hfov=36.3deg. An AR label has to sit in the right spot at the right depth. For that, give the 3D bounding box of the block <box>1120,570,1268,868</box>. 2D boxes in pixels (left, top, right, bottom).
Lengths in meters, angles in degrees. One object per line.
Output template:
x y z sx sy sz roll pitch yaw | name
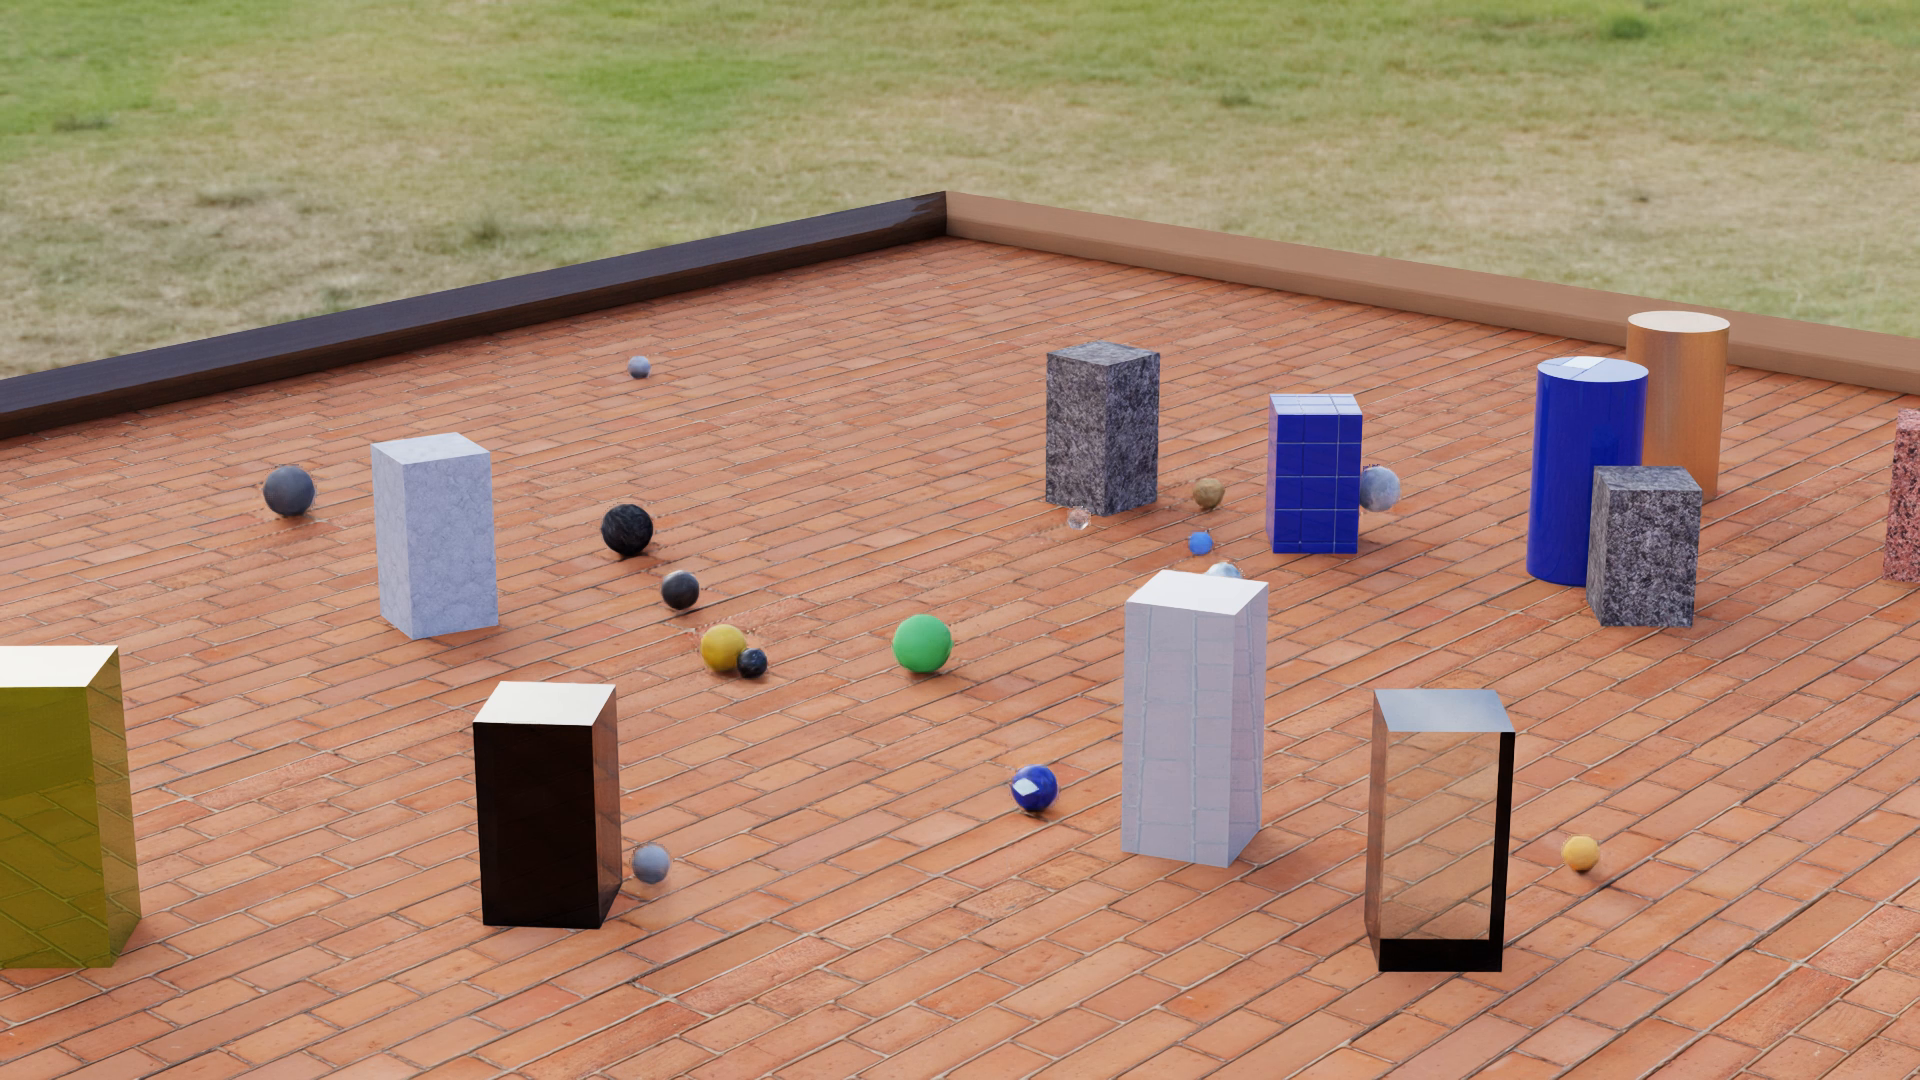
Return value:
0.321 0.243 4.014 0.153 0.361 0.153 7 18 22 | block

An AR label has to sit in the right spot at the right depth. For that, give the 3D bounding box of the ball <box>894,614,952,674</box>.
-0.060 0.167 4.724 0.095 0.095 0.095 0 17 0 | ball

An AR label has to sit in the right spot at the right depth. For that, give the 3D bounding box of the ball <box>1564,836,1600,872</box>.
0.839 0.423 3.958 0.048 0.048 0.048 0 17 0 | ball

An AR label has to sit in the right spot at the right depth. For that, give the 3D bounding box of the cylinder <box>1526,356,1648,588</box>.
1.111 -0.122 5.200 0.191 0.373 0.191 0 17 0 | cylinder

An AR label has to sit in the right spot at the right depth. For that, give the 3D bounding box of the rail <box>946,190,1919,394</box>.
1.608 -0.504 6.893 4.408 0.124 0.045 14 22 39 | rail

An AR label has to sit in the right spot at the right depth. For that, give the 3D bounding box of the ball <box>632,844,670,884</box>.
-0.413 0.433 3.918 0.052 0.052 0.052 0 17 0 | ball

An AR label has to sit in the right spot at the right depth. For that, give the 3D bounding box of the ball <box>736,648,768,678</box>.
-0.333 0.198 4.701 0.050 0.050 0.050 0 17 0 | ball

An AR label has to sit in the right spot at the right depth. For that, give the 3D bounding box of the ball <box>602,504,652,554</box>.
-0.607 -0.019 5.346 0.093 0.093 0.093 0 17 0 | ball

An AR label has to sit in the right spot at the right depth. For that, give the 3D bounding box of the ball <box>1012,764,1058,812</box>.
0.106 0.351 4.163 0.067 0.067 0.067 0 17 0 | ball

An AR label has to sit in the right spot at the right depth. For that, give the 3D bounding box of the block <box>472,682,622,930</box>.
-0.534 0.344 3.818 0.153 0.280 0.153 1 17 5 | block

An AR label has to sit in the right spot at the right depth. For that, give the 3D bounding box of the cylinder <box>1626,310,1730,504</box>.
1.386 -0.257 5.702 0.191 0.343 0.191 0 17 0 | cylinder

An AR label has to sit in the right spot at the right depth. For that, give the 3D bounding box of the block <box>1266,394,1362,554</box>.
0.650 -0.123 5.396 0.153 0.262 0.153 0 17 0 | block

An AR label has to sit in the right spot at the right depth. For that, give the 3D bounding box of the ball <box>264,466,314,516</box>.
-1.278 -0.093 5.585 0.096 0.096 0.096 0 17 0 | ball

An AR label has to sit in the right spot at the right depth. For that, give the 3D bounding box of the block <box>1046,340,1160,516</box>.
0.274 -0.216 5.647 0.153 0.296 0.153 16 23 43 | block

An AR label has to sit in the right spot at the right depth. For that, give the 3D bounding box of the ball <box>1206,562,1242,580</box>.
0.456 0.073 5.081 0.068 0.068 0.068 0 17 0 | ball

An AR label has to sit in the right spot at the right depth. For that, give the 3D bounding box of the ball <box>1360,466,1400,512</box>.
0.769 -0.093 5.405 0.086 0.086 0.086 0 17 0 | ball

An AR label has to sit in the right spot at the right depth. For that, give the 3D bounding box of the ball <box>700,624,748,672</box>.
-0.382 0.174 4.734 0.076 0.076 0.076 0 17 0 | ball

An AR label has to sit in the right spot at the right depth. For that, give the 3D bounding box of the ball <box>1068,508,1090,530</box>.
0.222 -0.039 5.501 0.040 0.040 0.040 0 17 0 | ball

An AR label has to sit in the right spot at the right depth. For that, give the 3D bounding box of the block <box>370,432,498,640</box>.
-0.886 -0.009 4.947 0.153 0.303 0.153 -10 19 -29 | block

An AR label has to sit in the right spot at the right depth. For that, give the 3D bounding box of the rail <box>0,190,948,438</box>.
-1.646 -0.382 6.489 0.045 0.124 4.953 14 22 39 | rail

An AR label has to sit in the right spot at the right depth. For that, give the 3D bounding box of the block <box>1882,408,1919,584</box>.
1.735 -0.076 5.215 0.153 0.277 0.153 6 18 18 | block

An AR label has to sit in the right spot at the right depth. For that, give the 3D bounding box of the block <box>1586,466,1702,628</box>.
1.163 0.010 4.995 0.153 0.240 0.153 0 17 2 | block

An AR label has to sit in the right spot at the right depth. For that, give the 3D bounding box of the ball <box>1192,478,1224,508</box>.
0.478 -0.091 5.639 0.060 0.060 0.060 0 17 0 | ball

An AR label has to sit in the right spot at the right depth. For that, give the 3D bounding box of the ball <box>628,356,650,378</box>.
-0.728 -0.392 6.650 0.052 0.052 0.052 0 17 0 | ball

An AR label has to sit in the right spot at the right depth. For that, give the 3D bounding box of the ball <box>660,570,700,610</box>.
-0.481 0.086 5.042 0.067 0.067 0.067 0 17 0 | ball

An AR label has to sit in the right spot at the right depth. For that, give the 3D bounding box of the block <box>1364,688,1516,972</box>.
0.600 0.364 3.685 0.153 0.319 0.153 0 17 1 | block

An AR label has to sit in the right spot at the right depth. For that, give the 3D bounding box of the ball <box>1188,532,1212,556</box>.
0.438 0.006 5.347 0.044 0.044 0.044 0 17 0 | ball

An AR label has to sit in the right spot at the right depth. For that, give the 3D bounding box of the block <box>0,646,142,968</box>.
-1.140 0.335 3.688 0.153 0.373 0.153 0 17 -1 | block
